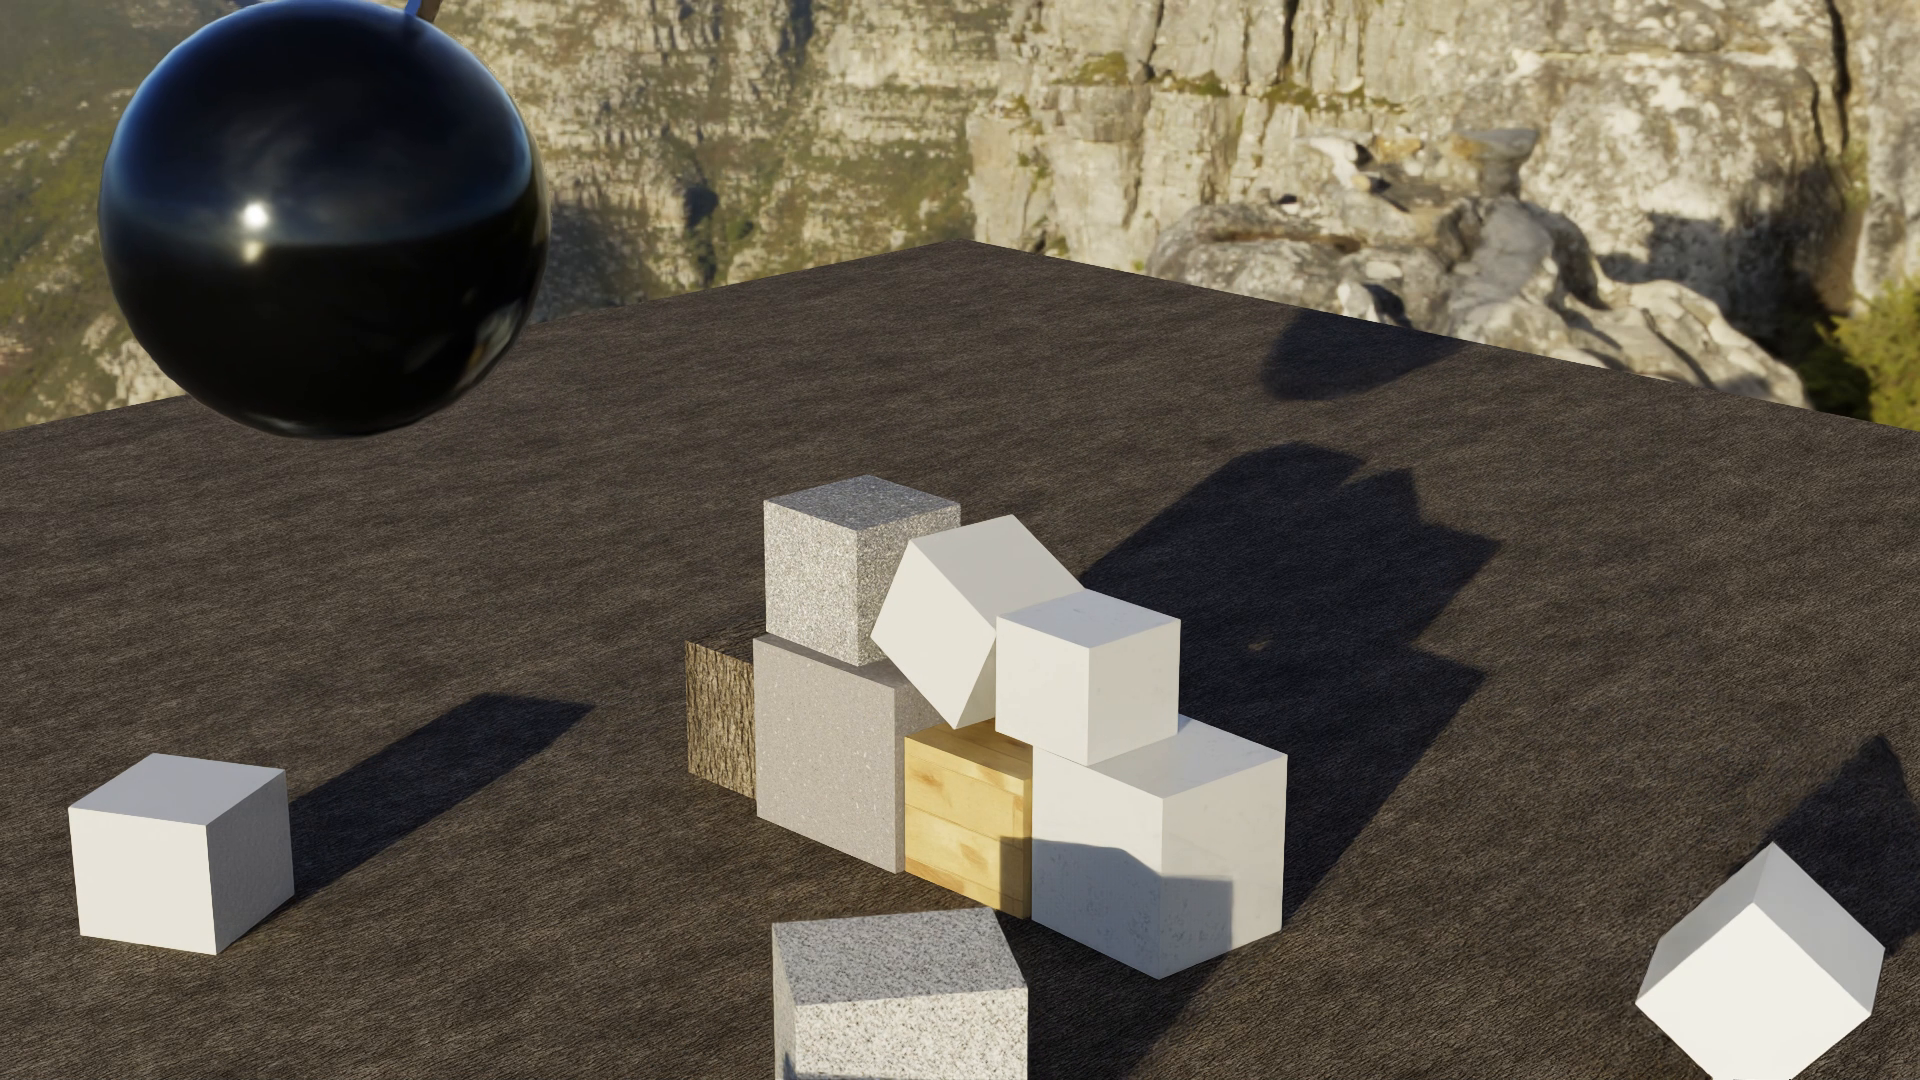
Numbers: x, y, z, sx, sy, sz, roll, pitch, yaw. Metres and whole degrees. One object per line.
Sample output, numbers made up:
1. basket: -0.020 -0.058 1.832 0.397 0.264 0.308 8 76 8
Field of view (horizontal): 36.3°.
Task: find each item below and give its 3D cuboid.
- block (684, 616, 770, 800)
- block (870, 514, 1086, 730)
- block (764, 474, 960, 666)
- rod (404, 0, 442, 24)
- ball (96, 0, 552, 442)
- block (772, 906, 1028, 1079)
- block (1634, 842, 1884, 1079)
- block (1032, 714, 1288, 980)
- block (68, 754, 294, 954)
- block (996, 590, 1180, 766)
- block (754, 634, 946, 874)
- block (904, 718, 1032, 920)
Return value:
1. block: -0.885 0.824 14.554 0.675 0.700 0.656 -17 24 -42
2. block: 0.109 0.365 13.309 0.634 0.588 0.646 -14 49 -41
3. block: -0.459 0.132 13.817 0.641 0.652 0.666 -15 23 -40
4. rod: -0.989 -4.277 10.961 0.080 5.200 0.080 17 -9 42
5. ball: -2.283 -1.155 10.586 1.600 1.600 1.600 0 17 0
6. block: -0.231 1.917 10.836 0.834 0.844 0.697 -3 18 -10
7. block: 3.132 1.702 11.465 0.601 0.641 0.623 44 27 4
8. block: 0.865 1.304 12.818 0.756 0.826 0.799 -15 23 -39
9. block: -3.429 1.377 12.957 0.674 0.603 0.667 5 18 17
10. block: 0.557 0.593 12.810 0.562 0.532 0.567 -15 23 -41
11. block: -0.326 0.906 13.952 0.879 0.905 0.963 -17 24 -42
12. block: 0.288 1.205 13.407 0.777 0.662 0.746 -17 24 -42
